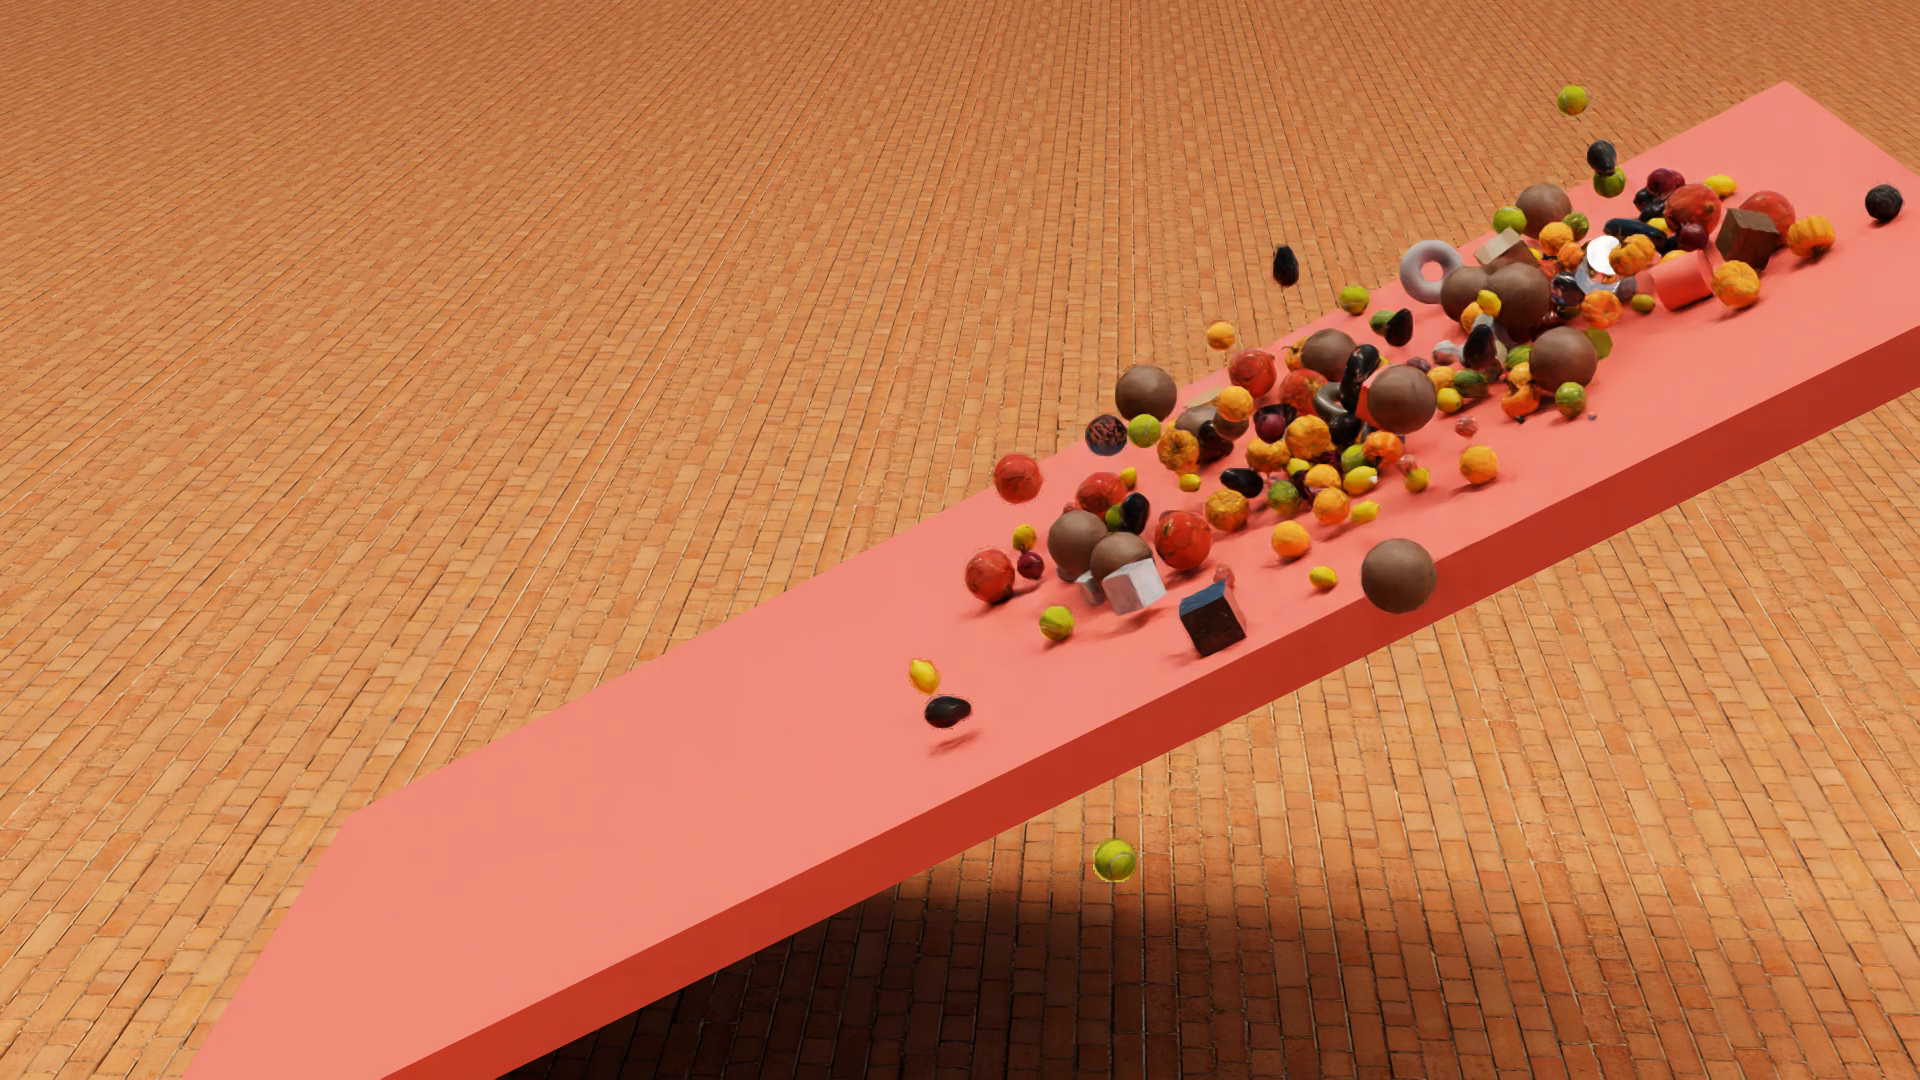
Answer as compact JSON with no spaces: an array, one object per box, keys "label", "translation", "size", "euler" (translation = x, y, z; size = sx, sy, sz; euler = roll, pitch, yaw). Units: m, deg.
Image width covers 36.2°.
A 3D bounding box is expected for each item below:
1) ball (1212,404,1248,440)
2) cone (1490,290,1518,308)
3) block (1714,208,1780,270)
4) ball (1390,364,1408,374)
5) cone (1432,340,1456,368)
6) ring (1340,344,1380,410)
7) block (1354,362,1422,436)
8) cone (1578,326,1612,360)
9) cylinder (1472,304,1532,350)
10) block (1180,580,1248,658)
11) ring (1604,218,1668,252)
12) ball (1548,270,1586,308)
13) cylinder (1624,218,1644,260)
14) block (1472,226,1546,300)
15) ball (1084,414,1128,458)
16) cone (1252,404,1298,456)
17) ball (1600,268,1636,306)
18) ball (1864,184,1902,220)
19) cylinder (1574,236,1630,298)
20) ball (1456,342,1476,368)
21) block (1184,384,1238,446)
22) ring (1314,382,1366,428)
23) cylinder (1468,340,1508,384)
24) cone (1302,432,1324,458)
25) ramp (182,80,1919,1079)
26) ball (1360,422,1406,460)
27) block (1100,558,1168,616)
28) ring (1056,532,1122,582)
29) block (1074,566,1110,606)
[{"label":"ball","translation":[0.562,-0.244,6.102],"size":[0.075,0.075,0.075],"euler":[0,18,0]},{"label":"cone","translation":[1.158,-0.496,6.248],"size":[0.059,0.059,0.059],"euler":[5,-22,15]},{"label":"block","translation":[1.514,-0.580,5.661],"size":[0.080,0.080,0.080],"euler":[8,34,-9]},{"label":"ball","translation":[0.902,-0.335,6.114],"size":[0.062,0.062,0.062],"euler":[0,18,0]},{"label":"cone","translation":[0.994,-0.390,6.104],"size":[0.057,0.057,0.057],"euler":[12,-1,33]},{"label":"ring","translation":[0.797,-0.324,5.866],"size":[0.046,0.139,0.139],"euler":[19,24,21]},{"label":"block","translation":[0.837,-0.275,5.750],"size":[0.085,0.085,0.085],"euler":[31,51,23]},{"label":"cone","translation":[1.227,-0.378,5.716],"size":[0.066,0.066,0.066],"euler":[0,-1,0]},{"label":"cylinder","translation":[1.110,-0.432,6.025],"size":[0.089,0.089,0.089],"euler":[-7,-4,-20]},{"label":"block","translation":[0.460,0.143,5.342],"size":[0.090,0.090,0.090],"euler":[-26,14,14]},{"label":"ring","translation":[1.364,-0.615,5.933],"size":[0.131,0.044,0.131],"euler":[16,3,-1]},{"label":"ball","translation":[1.230,-0.507,5.951],"size":[0.078,0.078,0.078],"euler":[0,18,0]},{"label":"cylinder","translation":[1.384,-0.624,6.105],"size":[0.073,0.073,0.073],"euler":[10,27,28]},{"label":"block","translation":[1.106,-0.558,5.929],"size":[0.091,0.091,0.091],"euler":[-35,21,7]},{"label":"ball","translation":[0.307,-0.218,6.171],"size":[0.090,0.090,0.090],"euler":[0,18,0]},{"label":"cone","translation":[0.648,-0.211,5.989],"size":[0.096,0.096,0.096],"euler":[-1,60,-4]},{"label":"ball","translation":[1.322,-0.513,5.926],"size":[0.081,0.081,0.081],"euler":[0,18,0]},{"label":"ball","translation":[1.742,-0.637,5.549],"size":[0.068,0.068,0.068],"euler":[0,18,0]},{"label":"cylinder","translation":[1.272,-0.541,5.825],"size":[0.088,0.088,0.088],"euler":[-2,-26,-5]},{"label":"ball","translation":[1.050,-0.381,6.067],"size":[0.053,0.053,0.053],"euler":[0,18,0]},{"label":"block","translation":[0.571,-0.280,6.584],"size":[0.092,0.092,0.092],"euler":[-31,14,-5]},{"label":"ring","translation":[0.791,-0.278,6.041],"size":[0.129,0.043,0.129],"euler":[2,42,-2]},{"label":"cylinder","translation":[1.063,-0.358,5.915],"size":[0.069,0.069,0.069],"euler":[6,32,19]},{"label":"cone","translation":[0.722,-0.204,6.106],"size":[0.051,0.051,0.051],"euler":[-28,14,8]},{"label":"ramp","translation":[0.141,0.167,6.282],"size":[4.000,0.100,2.000],"euler":[-27,14,11]},{"label":"ball","translation":[0.835,-0.203,5.806],"size":[0.087,0.087,0.087],"euler":[0,18,0]},{"label":"block","translation":[0.336,0.091,5.685],"size":[0.077,0.077,0.077],"euler":[-18,9,46]},{"label":"ring","translation":[0.270,0.036,6.173],"size":[0.150,0.050,0.150],"euler":[-29,13,7]},{"label":"block","translation":[0.277,0.093,5.946],"size":[0.057,0.057,0.057],"euler":[-34,13,-17]}]
